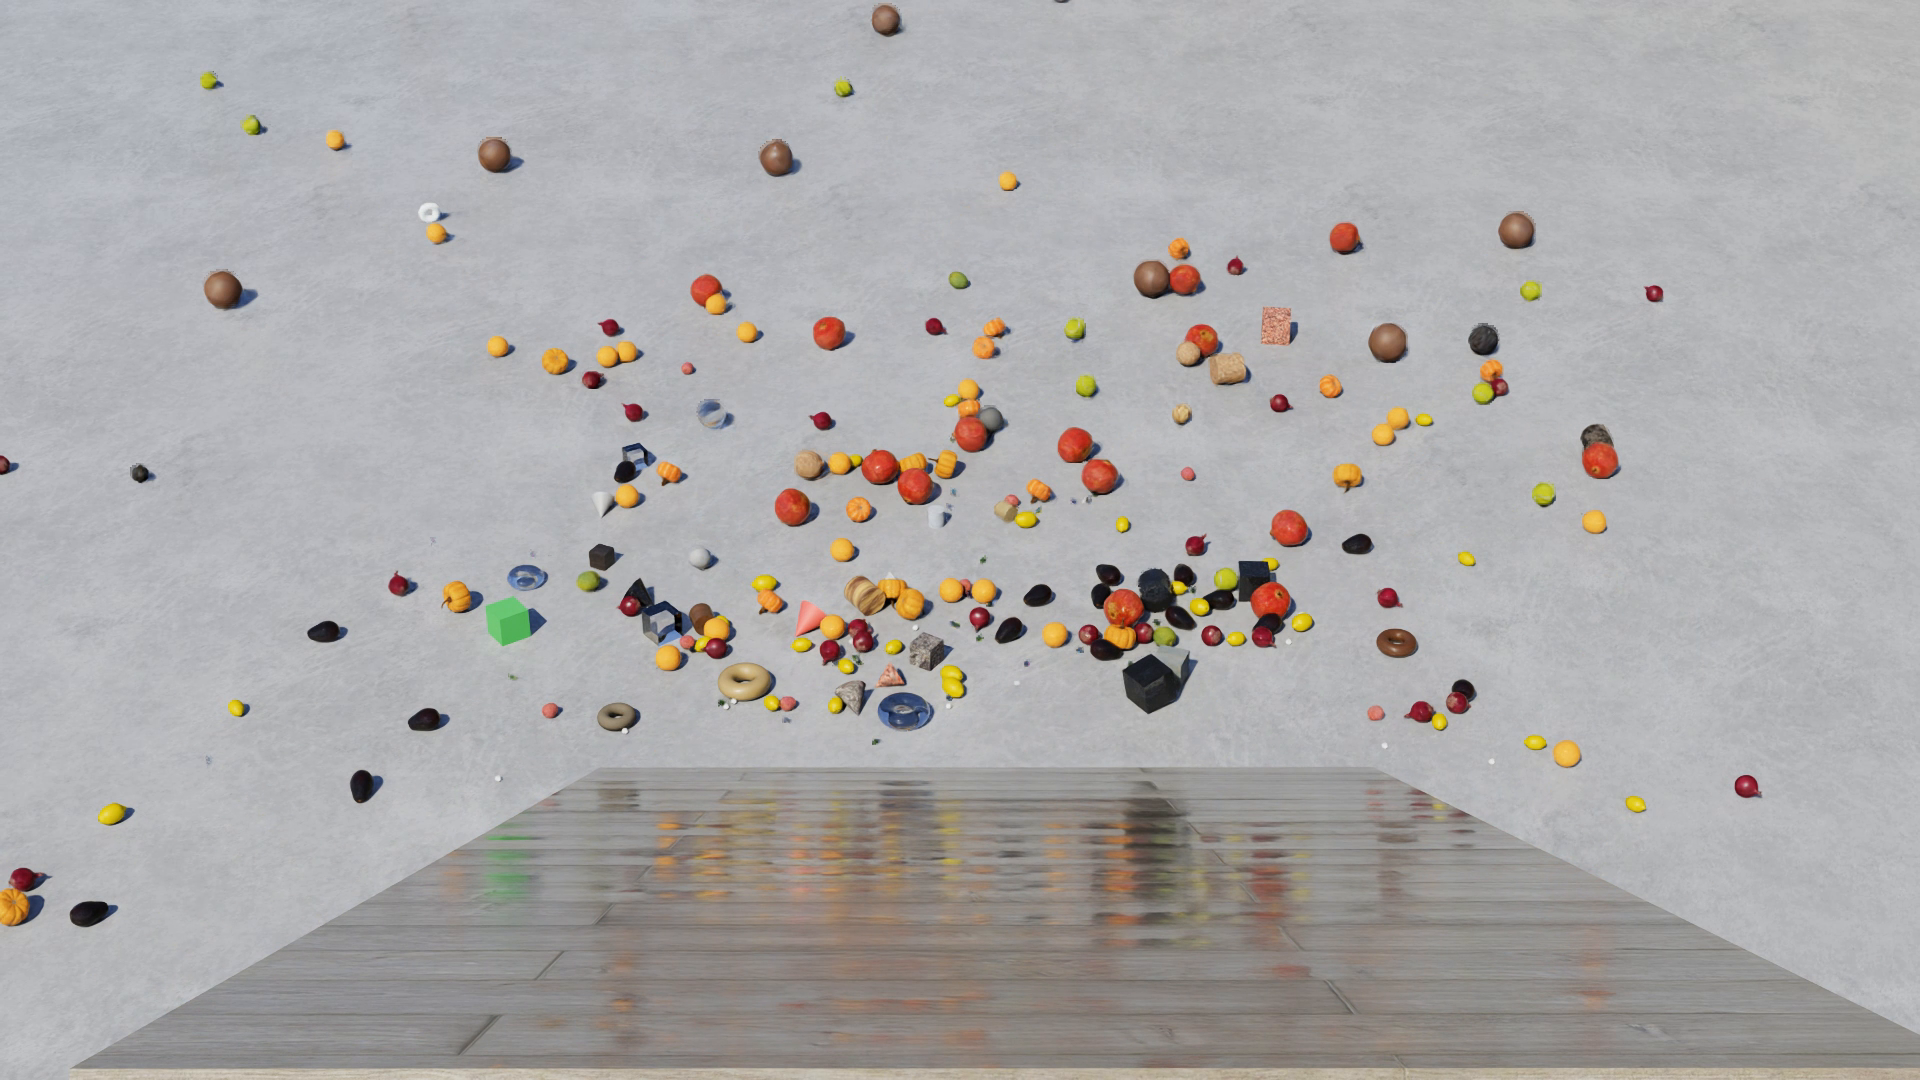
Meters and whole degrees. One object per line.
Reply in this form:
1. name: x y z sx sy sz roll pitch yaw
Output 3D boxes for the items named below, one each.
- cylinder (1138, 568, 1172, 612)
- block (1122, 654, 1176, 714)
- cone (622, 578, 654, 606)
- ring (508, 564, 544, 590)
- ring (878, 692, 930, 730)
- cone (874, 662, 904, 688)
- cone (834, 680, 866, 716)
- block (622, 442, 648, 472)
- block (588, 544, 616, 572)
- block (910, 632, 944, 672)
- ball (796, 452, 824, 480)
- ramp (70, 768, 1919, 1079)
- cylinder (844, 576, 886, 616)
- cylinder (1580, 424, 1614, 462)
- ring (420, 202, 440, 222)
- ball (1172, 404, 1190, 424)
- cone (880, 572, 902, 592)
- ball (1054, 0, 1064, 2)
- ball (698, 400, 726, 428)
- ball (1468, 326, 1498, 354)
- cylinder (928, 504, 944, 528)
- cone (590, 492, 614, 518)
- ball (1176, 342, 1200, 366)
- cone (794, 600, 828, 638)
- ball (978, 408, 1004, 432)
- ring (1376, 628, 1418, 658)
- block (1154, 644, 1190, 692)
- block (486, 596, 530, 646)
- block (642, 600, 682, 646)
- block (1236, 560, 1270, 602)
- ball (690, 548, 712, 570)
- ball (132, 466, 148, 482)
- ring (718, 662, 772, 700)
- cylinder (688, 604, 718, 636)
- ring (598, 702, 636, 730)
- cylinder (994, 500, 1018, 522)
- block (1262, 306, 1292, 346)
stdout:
1. cylinder: 0.565 0.146 7.497 0.092 0.092 0.092 0 31 -1
2. block: 0.517 0.393 7.071 0.099 0.099 0.099 -29 40 -21
3. cone: -0.917 0.170 7.509 0.087 0.087 0.087 36 40 6
4. ring: -1.276 0.110 7.611 0.109 0.036 0.109 1 33 -1
5. ring: -0.153 0.464 7.021 0.144 0.048 0.144 0 33 0
6. cone: -0.205 0.387 7.160 0.076 0.076 0.076 -33 37 -1
7. cone: -0.288 0.443 7.062 0.088 0.088 0.088 -10 59 -15
8. block: -1.027 -0.262 8.195 0.061 0.061 0.061 -17 36 -26
9. block: -1.063 0.051 7.689 0.054 0.054 0.054 15 34 22
10. block: -0.093 0.312 7.248 0.069 0.069 0.069 19 36 28
11. ball: -0.473 -0.235 8.123 0.089 0.089 0.089 0 31 0
12. ramp: 0.070 0.619 4.701 2.000 0.100 4.000 0 -1 0
13. cylinder: -0.275 0.160 7.480 0.087 0.087 0.087 -19 37 -28
14. cylinder: 2.030 -0.311 8.248 0.087 0.087 0.087 -1 31 -1
15. ring: -1.998 -1.235 9.768 0.081 0.081 0.027 -16 45 -24
16. ball: 0.720 -0.411 8.435 0.063 0.063 0.063 0 31 0
17. cone: -0.215 0.135 7.577 0.063 0.063 0.063 -38 36 3
18. ball: 0.454 -2.495 11.825 0.079 0.079 0.079 0 31 0
19. ball: -0.805 -0.407 8.401 0.092 0.092 0.092 0 31 0
20. ball: 1.787 -0.682 8.844 0.099 0.099 0.099 0 31 0
21. cylinder: -0.073 -0.070 7.888 0.053 0.053 0.053 0 31 0
22. cone: -1.099 -0.097 7.951 0.074 0.074 0.074 0 58 0
23. ball: 0.774 -0.632 8.777 0.083 0.083 0.083 0 31 0
24. cone: -0.442 0.241 7.388 0.098 0.098 0.098 24 66 34
25. ball: 0.099 -0.389 8.382 0.082 0.082 0.082 0 31 0
26. ring: 1.233 0.290 7.314 0.115 0.038 0.115 -1 33 0
27. block: 0.582 0.354 7.167 0.083 0.083 0.083 11 33 18
28. block: -1.284 0.231 7.362 0.089 0.089 0.089 -20 37 -30
29. block: -0.846 0.237 7.359 0.082 0.082 0.082 -23 38 -32
30. block: 0.854 0.121 7.544 0.086 0.086 0.086 1 31 2
31. ball: -0.769 0.054 7.674 0.065 0.065 0.065 0 31 0
32. ball: -2.567 -0.206 8.111 0.052 0.052 0.052 0 31 0
33. ring: -0.595 0.390 7.141 0.148 0.049 0.148 -1 32 1
34. cylinder: -0.733 0.226 7.391 0.067 0.067 0.067 -10 33 -15
35. ring: -0.929 0.478 7.010 0.106 0.035 0.106 -1 32 1
36. cylinder: 0.140 -0.086 7.915 0.052 0.052 0.052 -23 38 -32
37. block: 1.091 -0.738 8.939 0.096 0.096 0.096 3 32 5
